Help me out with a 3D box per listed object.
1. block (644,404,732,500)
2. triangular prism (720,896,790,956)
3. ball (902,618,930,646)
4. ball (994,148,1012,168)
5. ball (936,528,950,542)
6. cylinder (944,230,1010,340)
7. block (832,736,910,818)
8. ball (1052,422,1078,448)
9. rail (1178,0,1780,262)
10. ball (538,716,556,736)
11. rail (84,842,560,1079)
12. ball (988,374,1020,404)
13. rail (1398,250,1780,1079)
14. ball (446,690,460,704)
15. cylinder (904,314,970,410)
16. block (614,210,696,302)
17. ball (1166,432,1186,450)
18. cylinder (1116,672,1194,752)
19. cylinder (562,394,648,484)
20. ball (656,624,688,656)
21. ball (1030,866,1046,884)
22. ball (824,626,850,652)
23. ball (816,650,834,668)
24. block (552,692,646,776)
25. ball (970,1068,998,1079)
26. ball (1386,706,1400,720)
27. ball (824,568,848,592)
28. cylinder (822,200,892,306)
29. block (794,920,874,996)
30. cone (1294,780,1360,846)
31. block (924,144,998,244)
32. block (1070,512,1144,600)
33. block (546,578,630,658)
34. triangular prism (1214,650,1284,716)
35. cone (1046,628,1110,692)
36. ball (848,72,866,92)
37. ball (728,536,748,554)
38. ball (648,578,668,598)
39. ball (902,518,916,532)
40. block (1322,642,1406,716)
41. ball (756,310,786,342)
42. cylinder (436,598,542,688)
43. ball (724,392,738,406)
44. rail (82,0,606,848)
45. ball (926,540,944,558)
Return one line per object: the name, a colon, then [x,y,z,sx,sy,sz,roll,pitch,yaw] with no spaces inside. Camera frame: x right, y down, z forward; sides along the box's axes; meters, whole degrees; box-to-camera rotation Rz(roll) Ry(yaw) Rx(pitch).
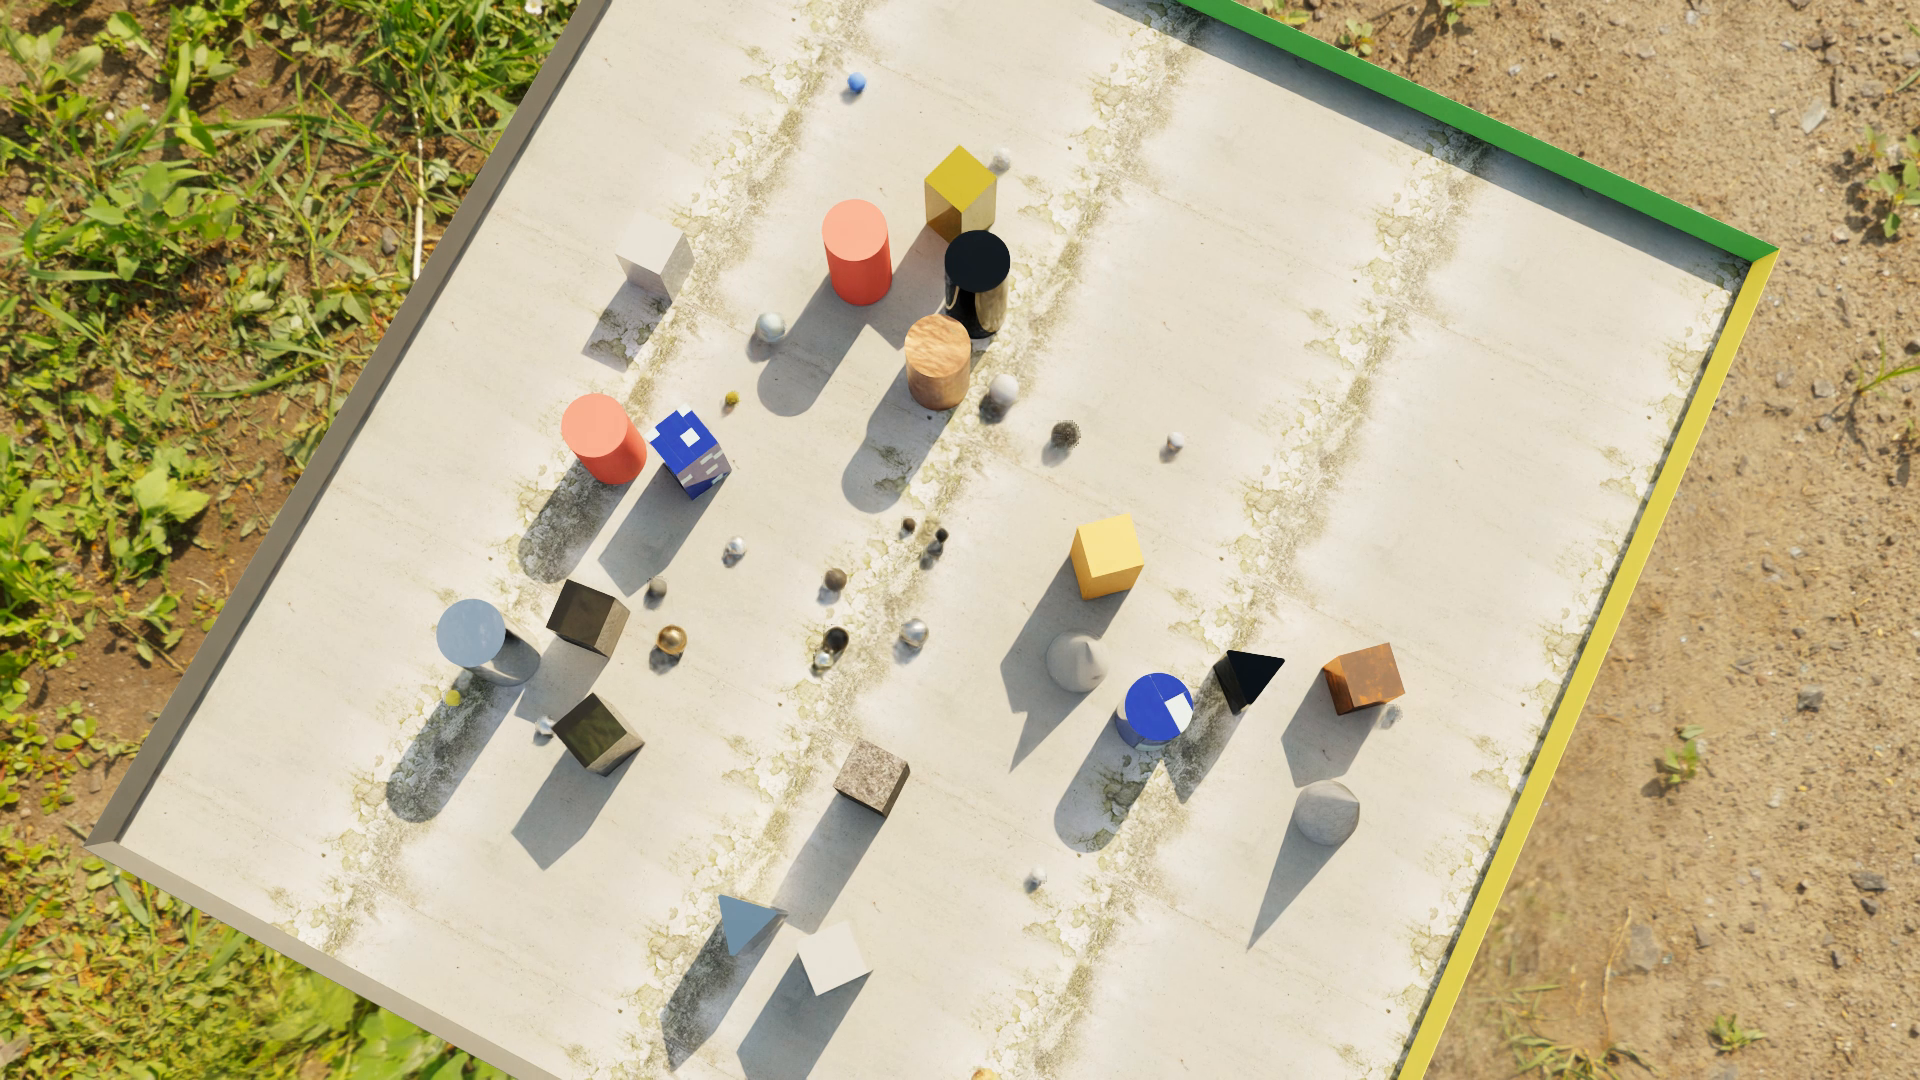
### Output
block: [-0.812,-0.260,5.498,0.155,0.337,0.155,-39,81,-7]
triangular prism: [-0.613,1.065,5.207,0.168,0.370,0.145,-43,81,-8]
ball: [-0.134,0.278,5.515,0.085,0.085,0.085,0,78,0]
ball: [0.137,-1.218,5.836,0.063,0.063,0.063,0,78,0]
ball: [-0.055,-0.015,5.598,0.043,0.043,0.043,0,78,0]
cylinder: [0.051,-0.768,5.552,0.194,0.437,0.194,0,78,0]
block: [-0.251,0.688,5.281,0.155,0.379,0.155,27,80,5]
ball: [0.322,-0.323,5.641,0.083,0.083,0.083,0,78,0]
rail: [0.864,-1.685,5.900,3.730,0.126,0.045,26,80,5]
ball: [-1.233,0.555,5.474,0.055,0.055,0.055,0,78,0]
rail: [-0.864,1.699,5.200,3.730,0.126,0.045,26,80,5]
ball: [0.137,-0.466,5.664,0.096,0.096,0.096,0,78,0]
rail: [1.647,0.813,5.383,0.045,0.126,3.911,26,80,5]
ball: [-1.520,0.471,5.497,0.044,0.044,0.044,0,78,0]
cylinder: [-0.066,-0.533,5.543,0.194,0.360,0.194,0,78,0]
block: [-0.939,-0.874,5.665,0.155,0.258,0.155,26,79,5]
ball: [0.666,-0.305,5.649,0.059,0.059,0.059,0,78,0]
cylinder: [0.562,0.504,5.343,0.194,0.332,0.194,0,78,0]
cylinder: [-1.065,-0.300,5.504,0.194,0.342,0.194,0,78,0]
ball: [-0.865,0.300,5.508,0.091,0.091,0.091,0,78,0]
ball: [0.228,0.985,5.388,0.048,0.048,0.048,0,78,0]
ball: [-0.371,0.298,5.516,0.076,0.076,0.076,0,78,0]
ball: [-0.408,0.357,5.515,0.054,0.054,0.054,0,78,0]
block: [-1.051,0.570,5.342,0.155,0.307,0.155,-41,81,-8]
ball: [0.071,1.556,5.252,0.082,0.082,0.082,0,78,0]
ball: [1.297,0.519,5.487,0.043,0.043,0.043,0,78,0]
ball: [-0.377,0.121,5.555,0.071,0.071,0.071,0,78,0]
cylinder: [-0.310,-0.873,5.593,0.194,0.400,0.194,0,78,0]
block: [-0.353,1.180,5.196,0.155,0.345,0.155,-23,79,-5]
cone: [1.092,0.763,5.224,0.194,0.460,0.194,0,78,0]
block: [0.002,-1.045,5.653,0.155,0.353,0.155,43,81,8]
block: [0.430,0.053,5.409,0.155,0.385,0.155,-14,79,-3]
block: [-1.101,0.236,5.439,0.155,0.251,0.155,21,79,4]
triangular prism: [0.822,0.391,5.387,0.145,0.291,0.168,38,81,7]
cone: [0.358,0.325,5.353,0.194,0.384,0.194,0,78,0]
ball: [-0.331,-1.473,5.890,0.061,0.061,0.061,0,78,0]
ball: [-0.677,0.015,5.582,0.061,0.061,0.061,0,78,0]
ball: [-0.916,0.146,5.556,0.059,0.059,0.059,0,78,0]
ball: [-0.155,-0.047,5.605,0.043,0.043,0.043,0,78,0]
block: [1.190,0.413,5.409,0.155,0.239,0.155,-15,79,-3]
ball: [-0.589,-0.664,5.705,0.097,0.097,0.097,0,78,0]
cylinder: [-1.363,0.304,5.325,0.194,0.447,0.194,0,78,0]
ball: [-0.710,-0.437,5.686,0.042,0.042,0.042,0,78,0]
rail: [-1.647,-0.800,5.717,0.045,0.126,3.911,26,80,5]
ball: [-0.076,0.028,5.582,0.057,0.057,0.057,0,78,0]
